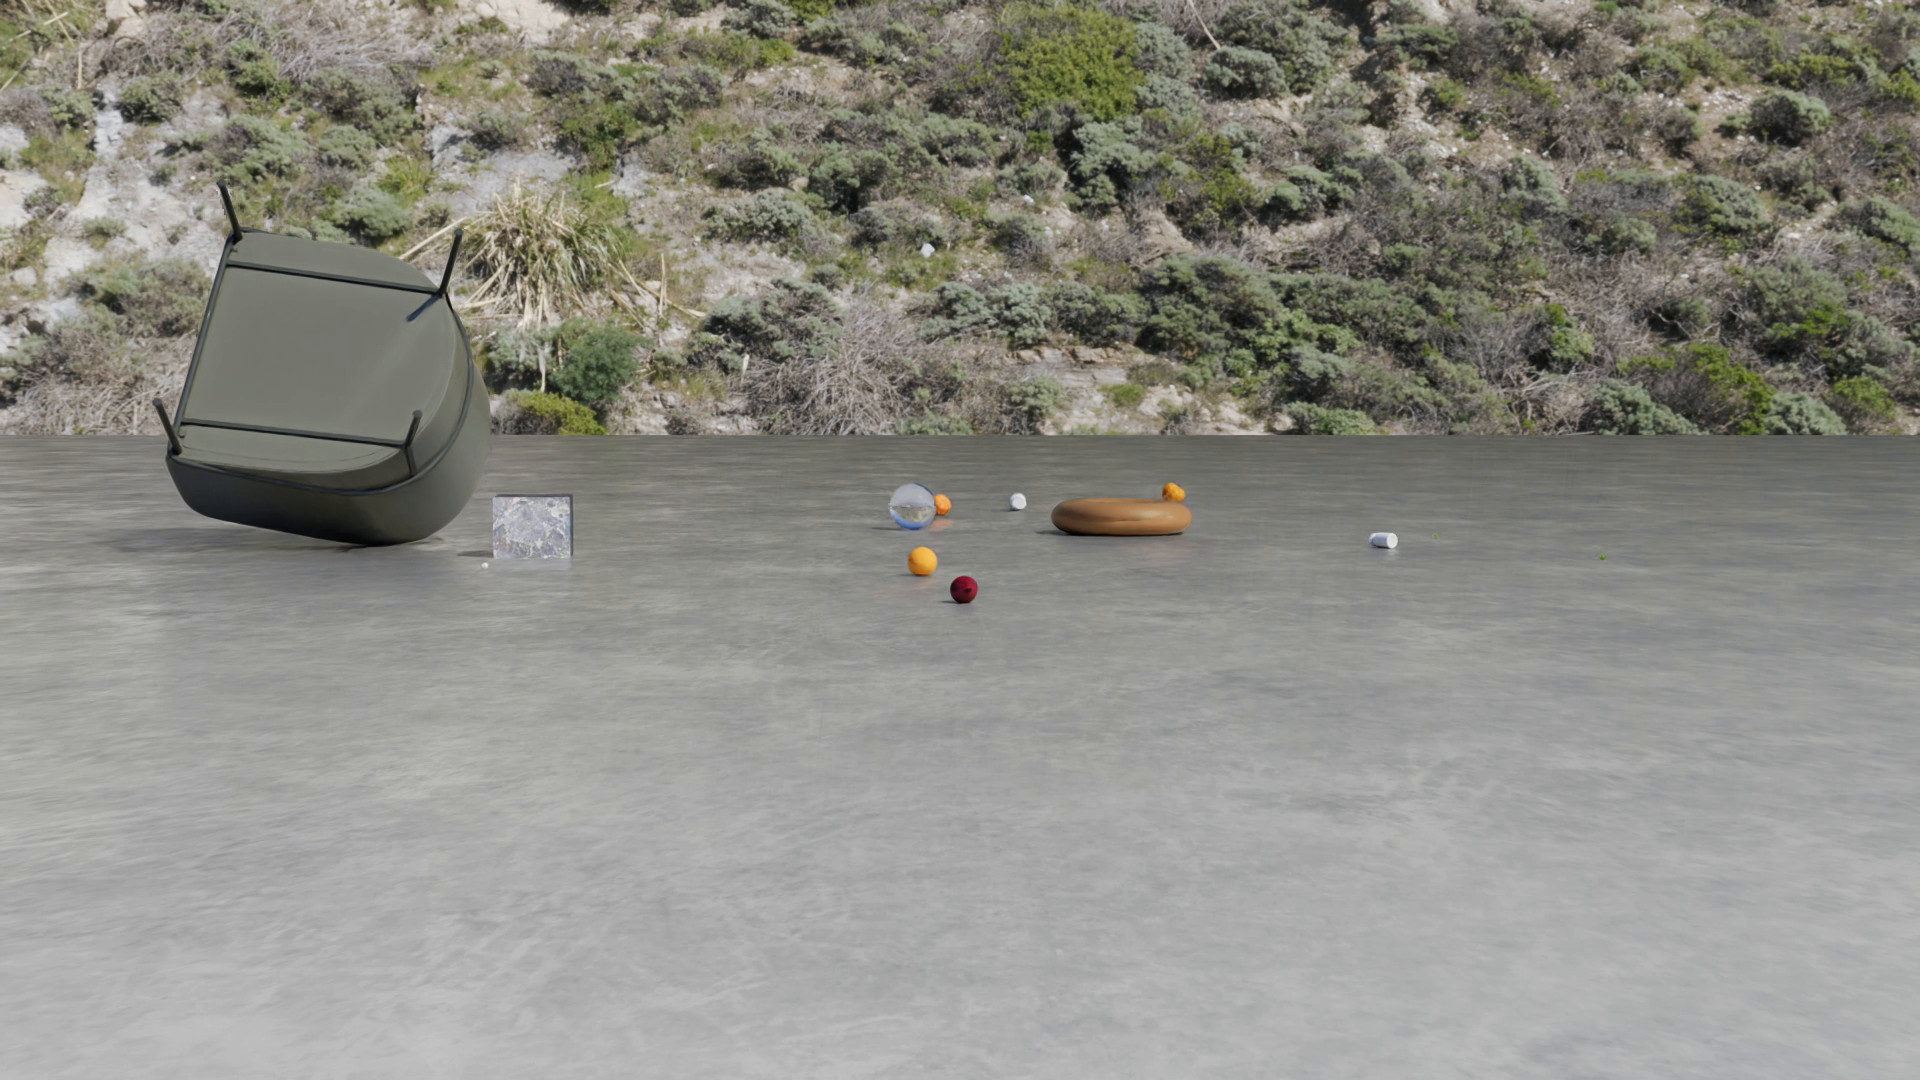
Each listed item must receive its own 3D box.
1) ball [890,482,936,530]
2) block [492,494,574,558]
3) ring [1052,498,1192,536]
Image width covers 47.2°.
[{"bbox_3d":[-0.150,-0.108,7.020,0.150,0.150,0.150,0,4,0],"label":"ball"},{"bbox_3d":[-1.148,-0.039,5.925,0.200,0.162,0.193,-1,4,-7],"label":"block"},{"bbox_3d":[0.503,-0.071,6.840,0.441,0.105,0.373,1,5,-1],"label":"ring"}]
